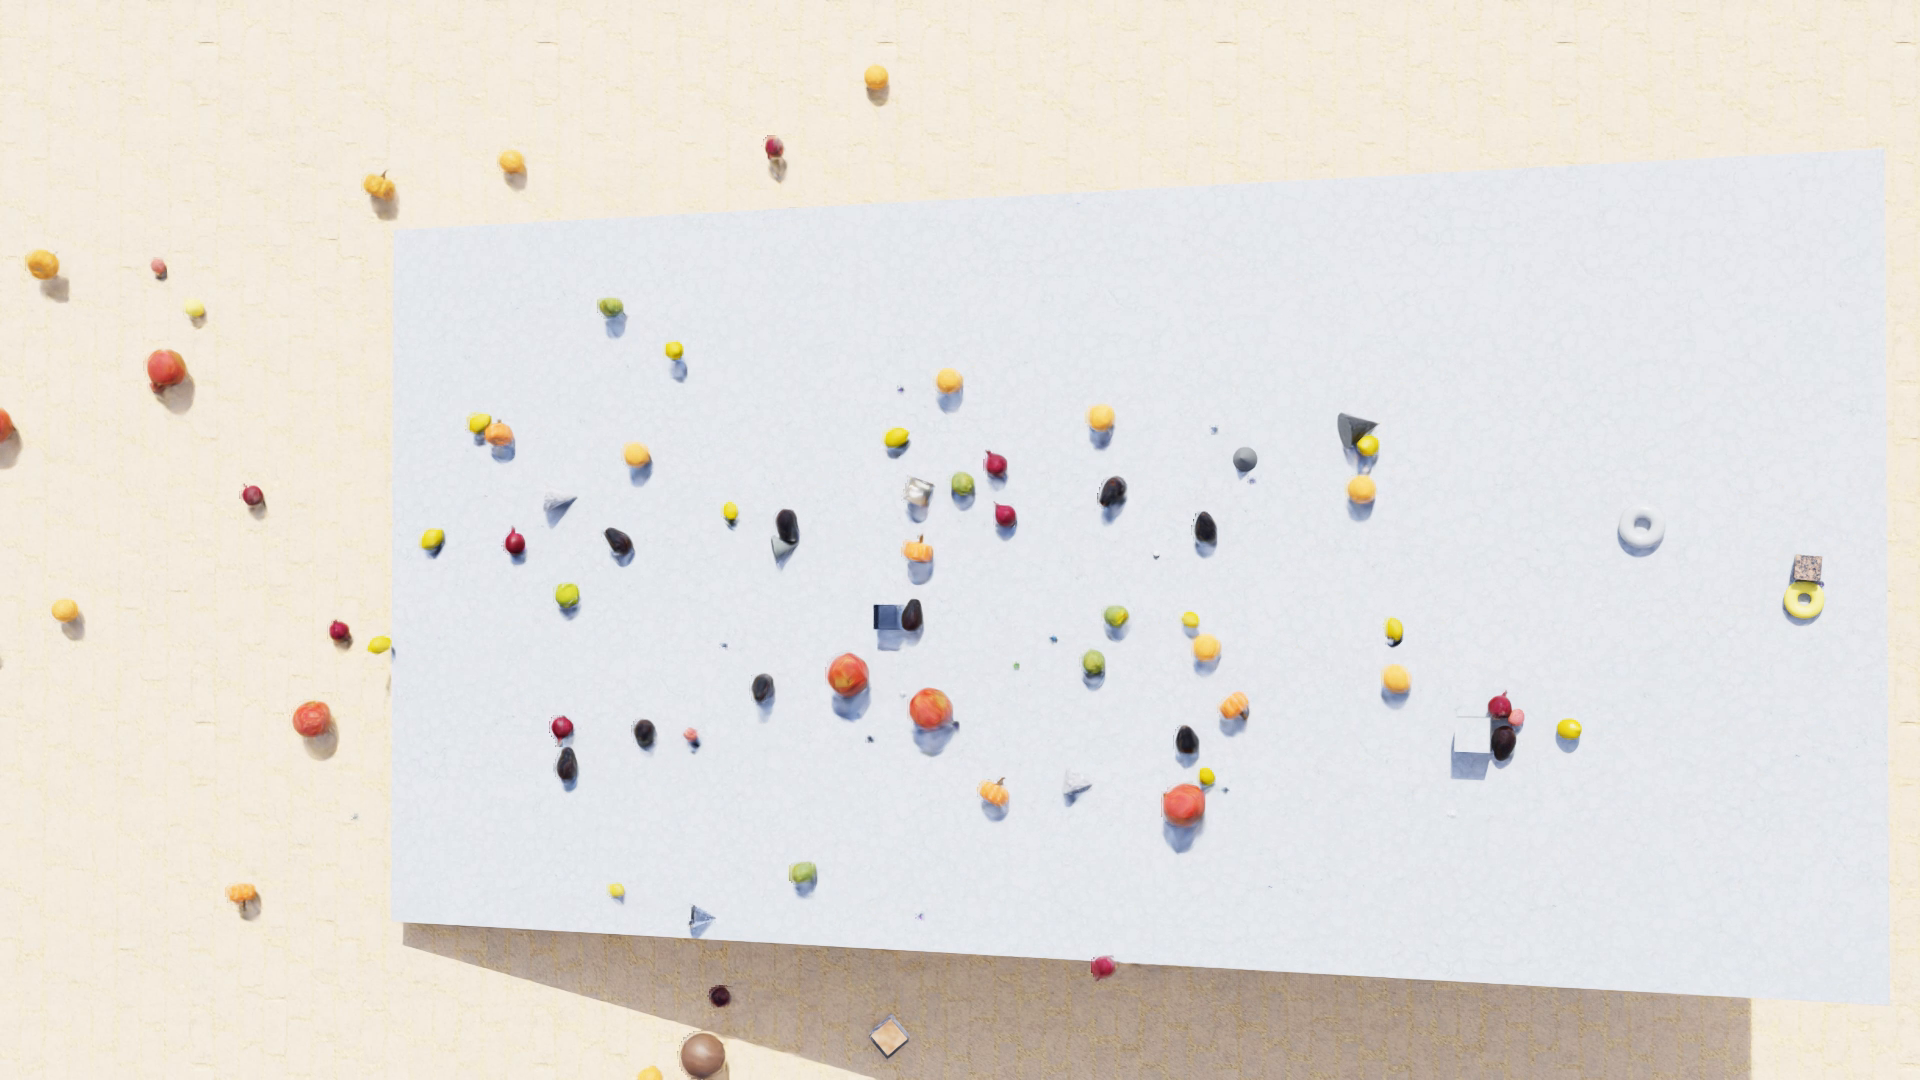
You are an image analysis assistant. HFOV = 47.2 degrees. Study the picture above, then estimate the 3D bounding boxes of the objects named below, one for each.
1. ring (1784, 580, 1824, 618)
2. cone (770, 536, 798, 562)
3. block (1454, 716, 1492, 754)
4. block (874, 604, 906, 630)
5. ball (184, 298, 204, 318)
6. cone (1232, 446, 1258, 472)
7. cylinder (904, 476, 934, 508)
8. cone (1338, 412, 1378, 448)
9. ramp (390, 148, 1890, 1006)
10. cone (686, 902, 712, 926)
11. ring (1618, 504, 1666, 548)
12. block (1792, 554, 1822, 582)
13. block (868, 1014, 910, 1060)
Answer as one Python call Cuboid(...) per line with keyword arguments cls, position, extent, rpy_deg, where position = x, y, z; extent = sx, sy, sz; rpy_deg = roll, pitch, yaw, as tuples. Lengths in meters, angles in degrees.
Cuboid(cls="ring", position=(1.985, 0.140, 5.171), extent=(0.091, 0.030, 0.091), rpy_deg=(-1, 88, 18))
Cuboid(cls="cone", position=(-0.471, 0.017, 5.966), extent=(0.074, 0.074, 0.074), rpy_deg=(-10, 89, -9))
Cuboid(cls="block", position=(1.255, 0.474, 5.374), extent=(0.083, 0.083, 0.083), rpy_deg=(1, 89, 18))
Cuboid(cls="block", position=(-0.188, 0.204, 5.854), extent=(0.067, 0.067, 0.067), rpy_deg=(-1, 89, 18))
Cuboid(cls="ball", position=(-2.242, -0.681, 6.440), extent=(0.055, 0.055, 0.055), rpy_deg=(0, 89, 0))
Cuboid(cls="cone", position=(0.716, -0.206, 5.568), extent=(0.064, 0.064, 0.064), rpy_deg=(0, 89, 18))
Cuboid(cls="cylinder", position=(-0.110, -0.129, 5.836), extent=(0.062, 0.062, 0.062), rpy_deg=(26, 75, 0))
Cuboid(cls="cone", position=(1.003, -0.281, 5.488), extent=(0.092, 0.092, 0.092), rpy_deg=(-12, 89, -9))
Cuboid(cls="ramp", position=(0.276, 0.093, 5.793), extent=(4.000, 0.100, 2.000), rpy_deg=(0, 89, 18))
Cuboid(cls="cone", position=(-0.703, 1.034, 6.027), extent=(0.072, 0.072, 0.072), rpy_deg=(23, 89, -29))
Cuboid(cls="ring", position=(1.639, -0.034, 5.282), extent=(0.109, 0.036, 0.109), rpy_deg=(-1, 88, 17))
Cuboid(cls="block", position=(1.988, 0.065, 5.156), extent=(0.058, 0.058, 0.058), rpy_deg=(5, 91, 18))
Cuboid(cls="block", position=(-0.206, 1.444, 6.396), extent=(0.083, 0.083, 0.083), rpy_deg=(-40, 89, -1))
